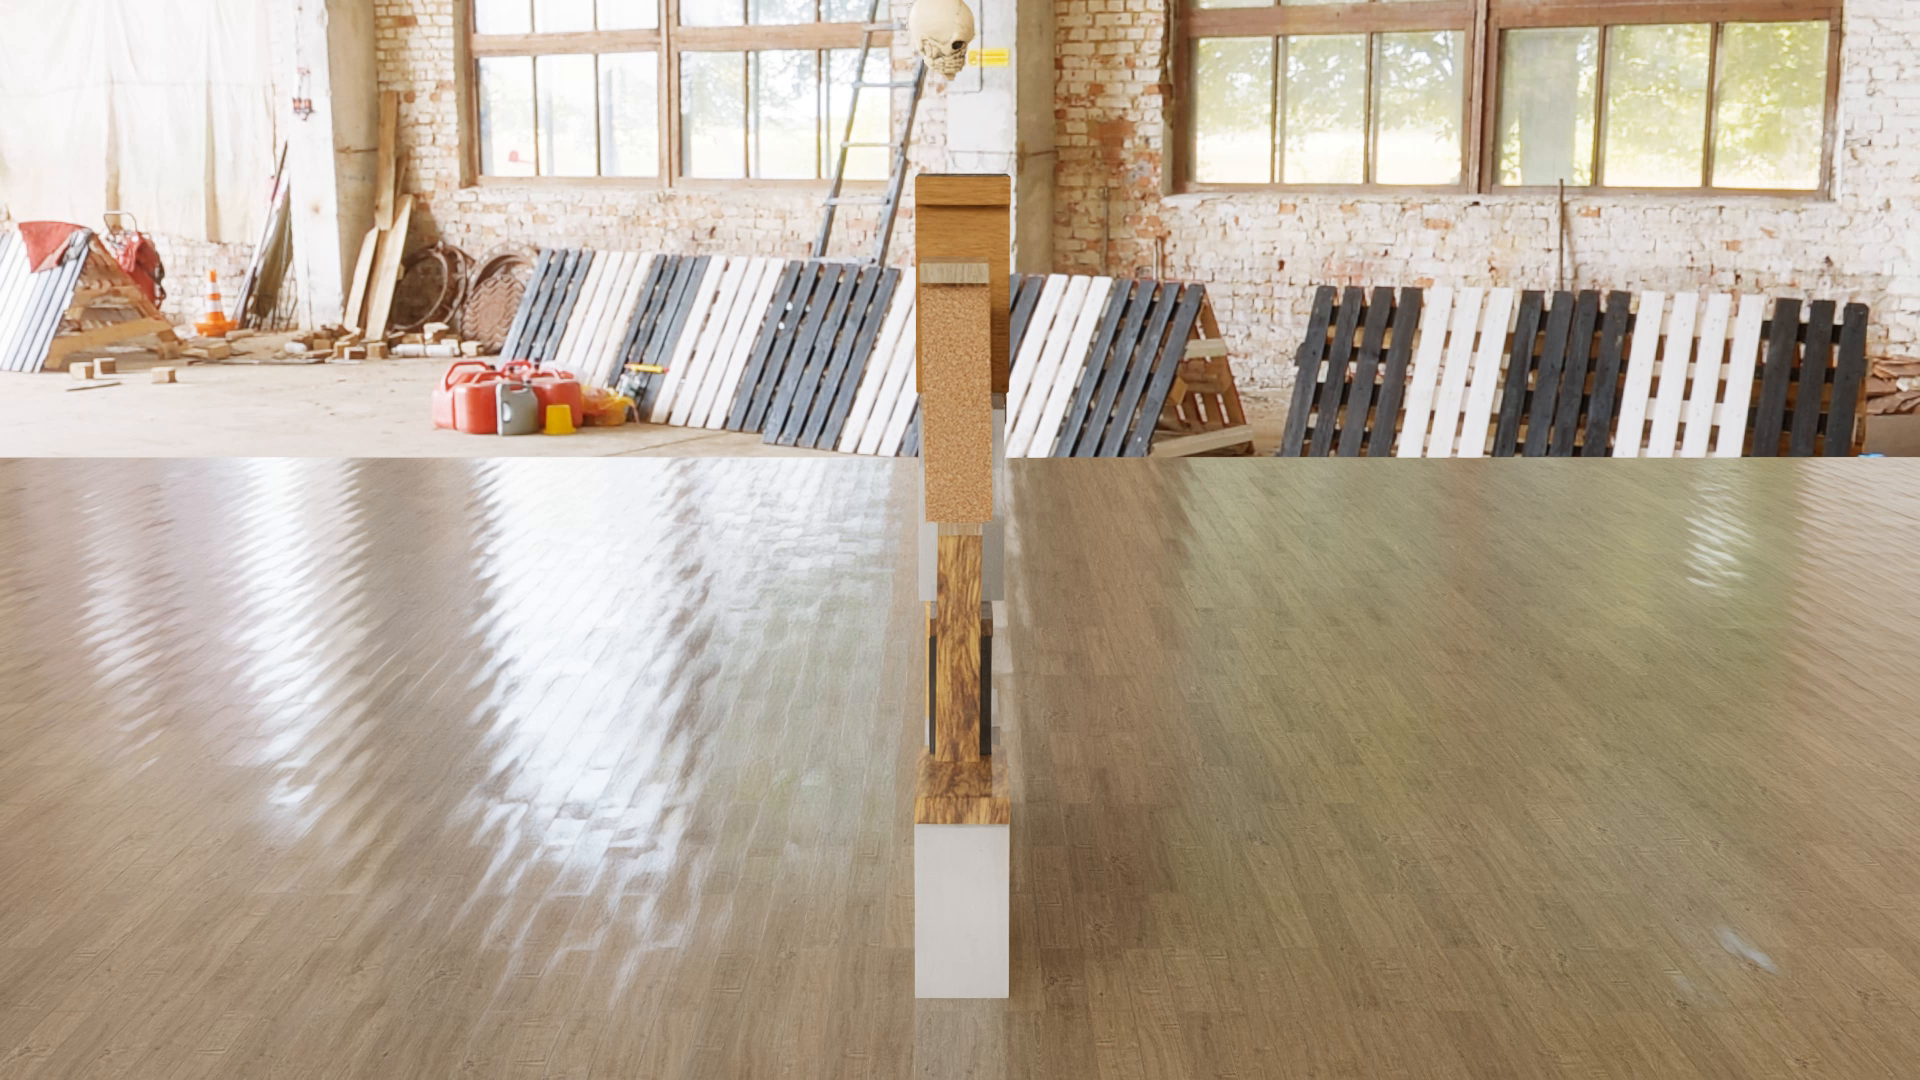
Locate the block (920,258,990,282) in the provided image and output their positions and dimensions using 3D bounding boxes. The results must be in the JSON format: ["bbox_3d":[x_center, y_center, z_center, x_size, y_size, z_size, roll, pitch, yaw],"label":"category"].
[{"bbox_3d":[-0.008,-0.401,3.259,0.100,0.028,0.200,0,10,0],"label":"block"}]

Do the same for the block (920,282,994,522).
[{"bbox_3d":[-0.004,-0.202,3.232,0.100,0.352,0.028,-1,12,0],"label":"block"}]

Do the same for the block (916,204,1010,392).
[{"bbox_3d":[0.004,-0.391,3.559,0.152,0.303,0.043,0,10,0],"label":"block"}]

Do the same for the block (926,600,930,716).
[{"bbox_3d":[-0.004,0.191,3.692,0.105,0.211,0.030,0,11,0],"label":"block"}]

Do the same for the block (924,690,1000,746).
[{"bbox_3d":[0.004,0.303,3.760,0.124,0.035,0.247,0,11,0],"label":"block"}]

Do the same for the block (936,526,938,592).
[{"bbox_3d":[-0.003,0.039,3.368,0.066,0.132,0.019,0,11,0],"label":"block"}]

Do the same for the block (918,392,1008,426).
[{"bbox_3d":[0.005,-0.389,3.766,0.152,0.383,0.043,0,10,0],"label":"block"}]

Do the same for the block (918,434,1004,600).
[{"bbox_3d":[0.002,-0.039,3.426,0.133,0.266,0.038,0,11,0],"label":"block"}]

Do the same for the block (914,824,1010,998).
[{"bbox_3d":[0.003,0.534,3.221,0.137,0.274,0.039,0,11,0],"label":"block"}]

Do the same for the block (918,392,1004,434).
[{"bbox_3d":[0.002,-0.205,3.486,0.133,0.038,0.265,0,10,0],"label":"block"}]

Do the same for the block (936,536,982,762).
[{"bbox_3d":[-0.002,0.162,3.300,0.066,0.349,0.019,1,11,0],"label":"block"}]

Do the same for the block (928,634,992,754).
[{"bbox_3d":[0.001,0.232,3.360,0.095,0.190,0.027,0,11,0],"label":"block"}]

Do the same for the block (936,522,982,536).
[{"bbox_3d":[-0.001,-0.028,3.314,0.066,0.019,0.132,0,10,-1],"label":"block"}]

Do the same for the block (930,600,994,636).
[{"bbox_3d":[0.002,0.114,3.401,0.095,0.027,0.190,0,11,0],"label":"block"}]

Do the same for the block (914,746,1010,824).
[{"bbox_3d":[0.003,0.363,3.282,0.137,0.039,0.274,0,11,0],"label":"block"}]

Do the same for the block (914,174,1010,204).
[{"bbox_3d":[0.005,-0.580,3.628,0.152,0.043,0.303,0,10,0],"label":"block"}]
